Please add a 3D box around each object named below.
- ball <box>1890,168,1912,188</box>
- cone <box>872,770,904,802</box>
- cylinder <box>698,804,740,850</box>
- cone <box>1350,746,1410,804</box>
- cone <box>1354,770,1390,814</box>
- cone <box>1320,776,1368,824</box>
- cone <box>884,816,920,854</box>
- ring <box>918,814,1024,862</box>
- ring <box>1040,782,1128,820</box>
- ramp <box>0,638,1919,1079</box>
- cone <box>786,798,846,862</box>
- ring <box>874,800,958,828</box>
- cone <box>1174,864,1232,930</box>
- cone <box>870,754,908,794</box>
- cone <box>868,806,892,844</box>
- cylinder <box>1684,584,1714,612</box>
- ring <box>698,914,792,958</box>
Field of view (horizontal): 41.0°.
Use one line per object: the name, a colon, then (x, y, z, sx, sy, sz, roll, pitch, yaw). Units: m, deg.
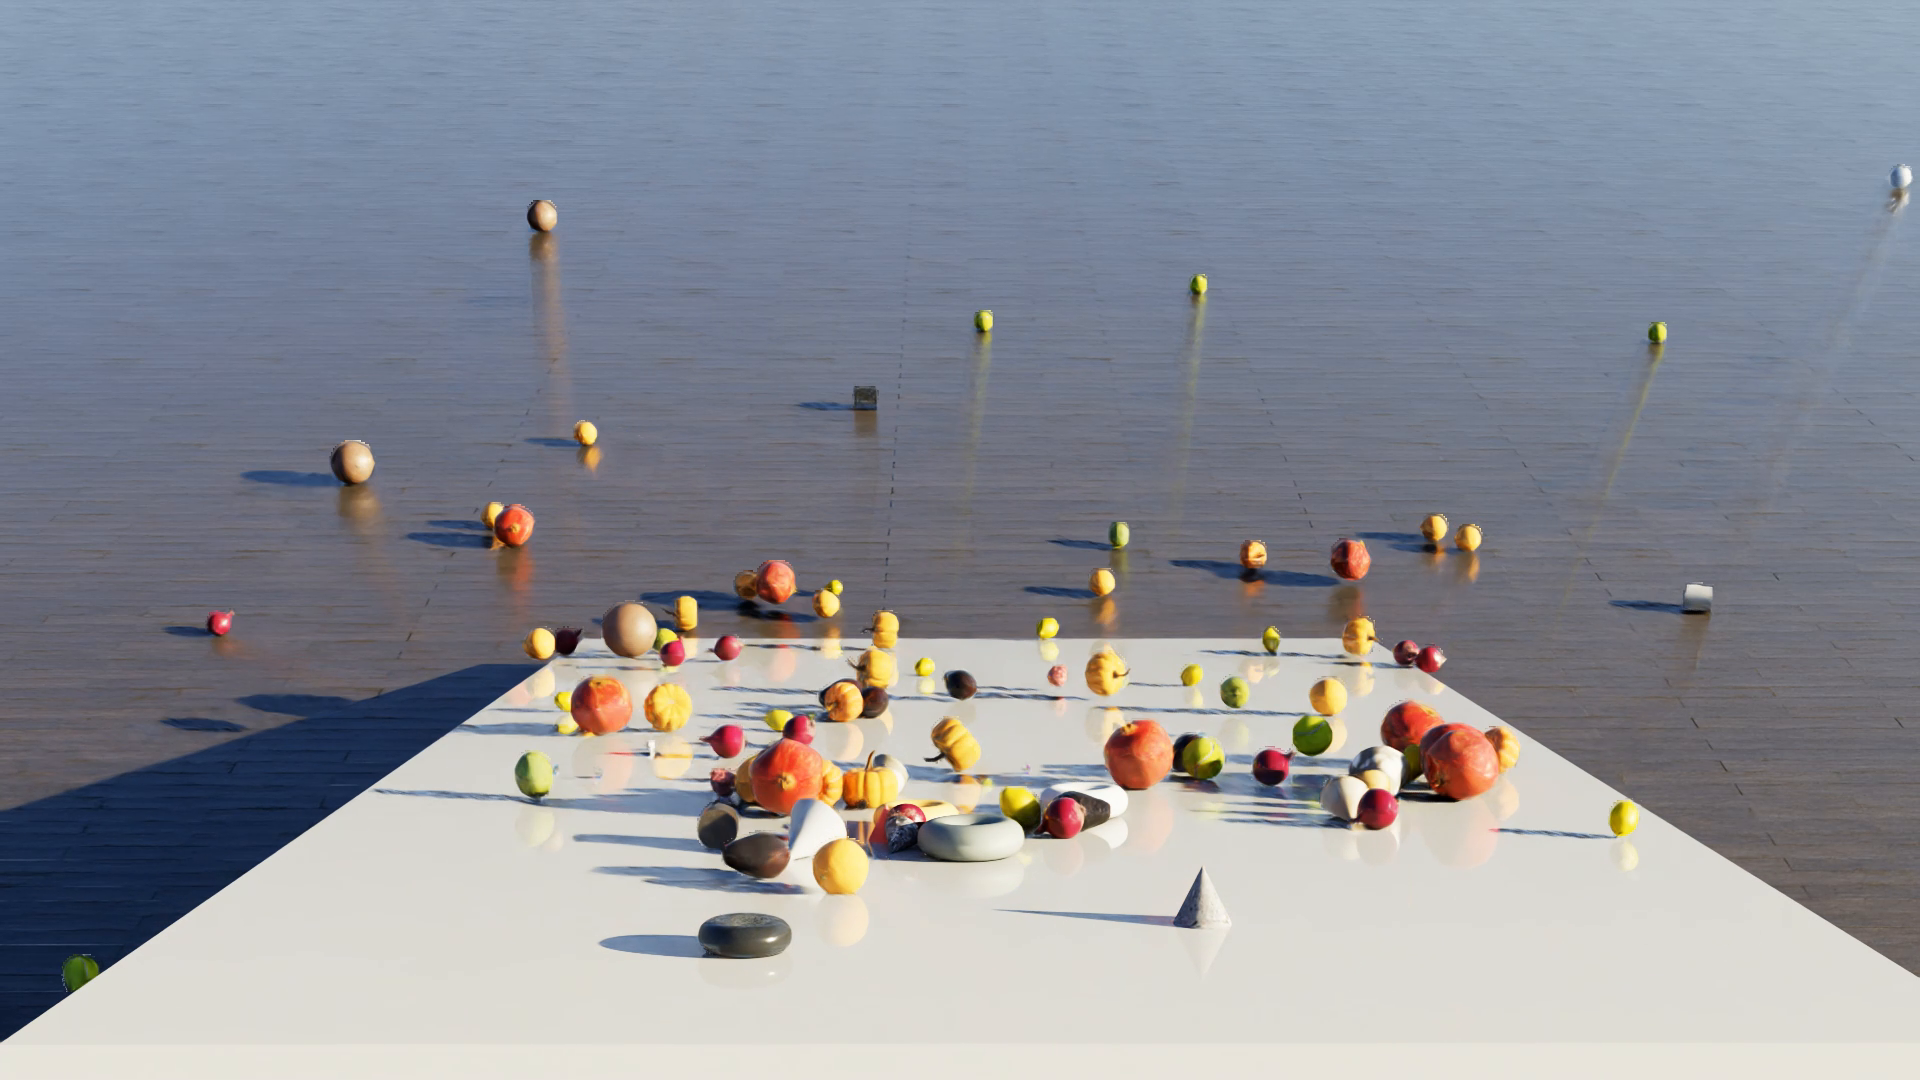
ball: (4.387, -1.690, 11.976, 0.096, 0.096, 0.096, 0, 20, 0)
cone: (-0.110, 0.395, 4.010, 0.052, 0.052, 0.052, -3, 30, -7)
cylinder: (-0.340, 0.403, 3.616, 0.056, 0.056, 0.056, -1, 4, -2)
cone: (0.653, 0.386, 3.983, 0.096, 0.096, 0.096, 2, 30, 6)
cone: (0.629, 0.398, 3.901, 0.069, 0.069, 0.069, -2, 30, -6)
cone: (0.578, 0.402, 3.824, 0.072, 0.072, 0.072, 0, 30, -1)
cone: (-0.088, 0.421, 3.578, 0.053, 0.053, 0.053, 6, 32, 16)
ring: (0.015, 0.411, 3.547, 0.149, 0.050, 0.149, -1, 3, 0)
ring: (0.186, 0.393, 3.866, 0.134, 0.045, 0.134, -1, 2, 0)
ramp: (0.047, 0.424, 4.534, 2.000, 0.100, 4.000, 0, 4, 0)
cone: (-0.217, 0.416, 3.529, 0.089, 0.089, 0.089, 11, 35, 27)
ring: (-0.064, 0.403, 3.728, 0.126, 0.042, 0.126, -1, 2, 0)
cone: (0.293, 0.427, 3.097, 0.071, 0.071, 0.071, 0, 4, 0)
cone: (-0.127, 0.387, 4.092, 0.065, 0.065, 0.065, 10, 35, 26)
cone: (-0.105, 0.402, 3.661, 0.052, 0.052, 0.052, 0, 4, 0)
cylinder: (2.002, 0.157, 6.961, 0.070, 0.070, 0.070, 6, 21, 16)
ring: (-0.247, 0.454, 2.951, 0.109, 0.036, 0.109, 1, 4, 0)
